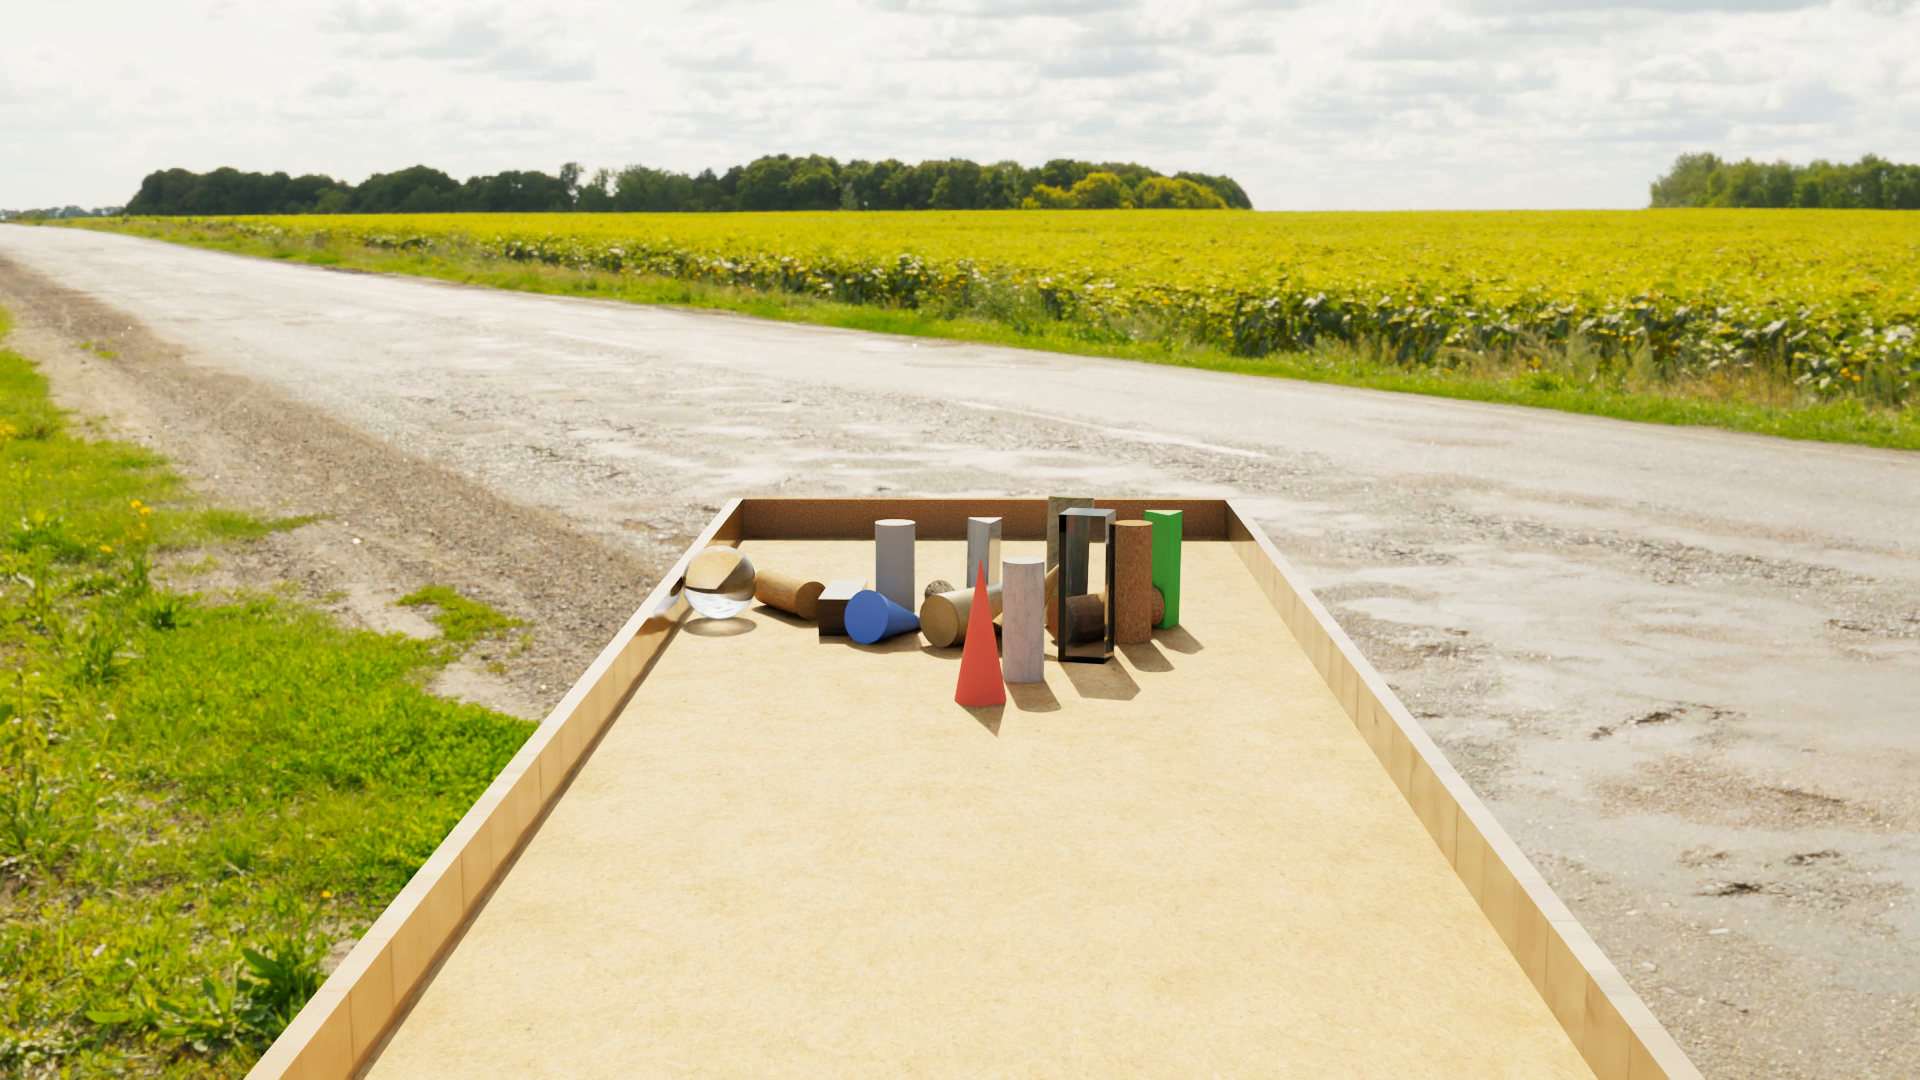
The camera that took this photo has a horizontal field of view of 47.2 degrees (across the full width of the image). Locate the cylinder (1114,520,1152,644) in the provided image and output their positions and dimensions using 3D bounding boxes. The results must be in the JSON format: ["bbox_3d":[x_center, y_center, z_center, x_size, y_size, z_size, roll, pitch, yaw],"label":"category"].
[{"bbox_3d":[0.546,0.133,6.956,0.120,0.379,0.120,0,9,0],"label":"cylinder"}]

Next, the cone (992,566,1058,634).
[{"bbox_3d":[0.250,0.169,6.880,0.134,0.330,0.134,37,-10,8],"label":"cone"}]

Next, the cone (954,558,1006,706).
[{"bbox_3d":[0.058,0.249,6.142,0.148,0.407,0.148,0,9,0],"label":"cone"}]

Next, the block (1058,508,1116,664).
[{"bbox_3d":[0.386,0.138,6.690,0.143,0.452,0.143,3,9,16],"label":"block"}]

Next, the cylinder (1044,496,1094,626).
[{"bbox_3d":[0.357,0.068,7.197,0.150,0.420,0.150,2,4,0],"label":"cylinder"}]

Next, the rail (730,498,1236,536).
[{"bbox_3d":[0.099,-0.098,9.147,2.100,0.150,0.050,0,9,1],"label":"rail"}]

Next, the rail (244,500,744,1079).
[{"bbox_3d":[-1.004,0.839,3.234,0.050,0.150,12.000,0,9,1],"label":"rail"}]

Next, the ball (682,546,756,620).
[{"bbox_3d":[-0.802,0.141,7.331,0.247,0.247,0.247,0,9,0],"label":"ball"}]

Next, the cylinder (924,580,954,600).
[{"bbox_3d":[-0.042,0.217,7.304,0.104,0.104,0.394,-1,9,-8],"label":"cylinder"}]

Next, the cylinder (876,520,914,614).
[{"bbox_3d":[-0.212,0.112,7.203,0.130,0.344,0.130,0,9,0],"label":"cylinder"}]

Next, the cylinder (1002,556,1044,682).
[{"bbox_3d":[0.185,0.232,6.426,0.123,0.351,0.123,0,9,0],"label":"cylinder"}]

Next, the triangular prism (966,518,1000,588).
[{"bbox_3d":[0.093,0.104,7.220,0.093,0.350,0.108,-7,14,-38],"label":"triangular prism"}]

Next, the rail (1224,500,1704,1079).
[{"bbox_3d":[1.046,0.843,3.208,0.050,0.150,12.000,0,9,1],"label":"rail"}]

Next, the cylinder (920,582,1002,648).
[{"bbox_3d":[0.057,0.233,7.008,0.167,0.167,0.365,8,12,43],"label":"cylinder"}]

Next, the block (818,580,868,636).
[{"bbox_3d":[-0.383,0.221,7.232,0.120,0.120,0.358,1,9,4],"label":"block"}]

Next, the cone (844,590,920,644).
[{"bbox_3d":[-0.193,0.260,7.099,0.172,0.172,0.371,6,-2,34],"label":"cone"}]

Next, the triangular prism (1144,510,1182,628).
[{"bbox_3d":[0.682,0.093,7.219,0.107,0.375,0.124,-5,10,-34],"label":"triangular prism"}]

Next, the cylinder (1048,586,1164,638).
[{"bbox_3d":[0.472,0.232,7.083,0.374,0.144,0.144,-7,11,-37],"label":"cylinder"}]

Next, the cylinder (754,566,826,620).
[{"bbox_3d":[-0.576,0.179,7.456,0.131,0.131,0.333,-5,10,-30],"label":"cylinder"}]
